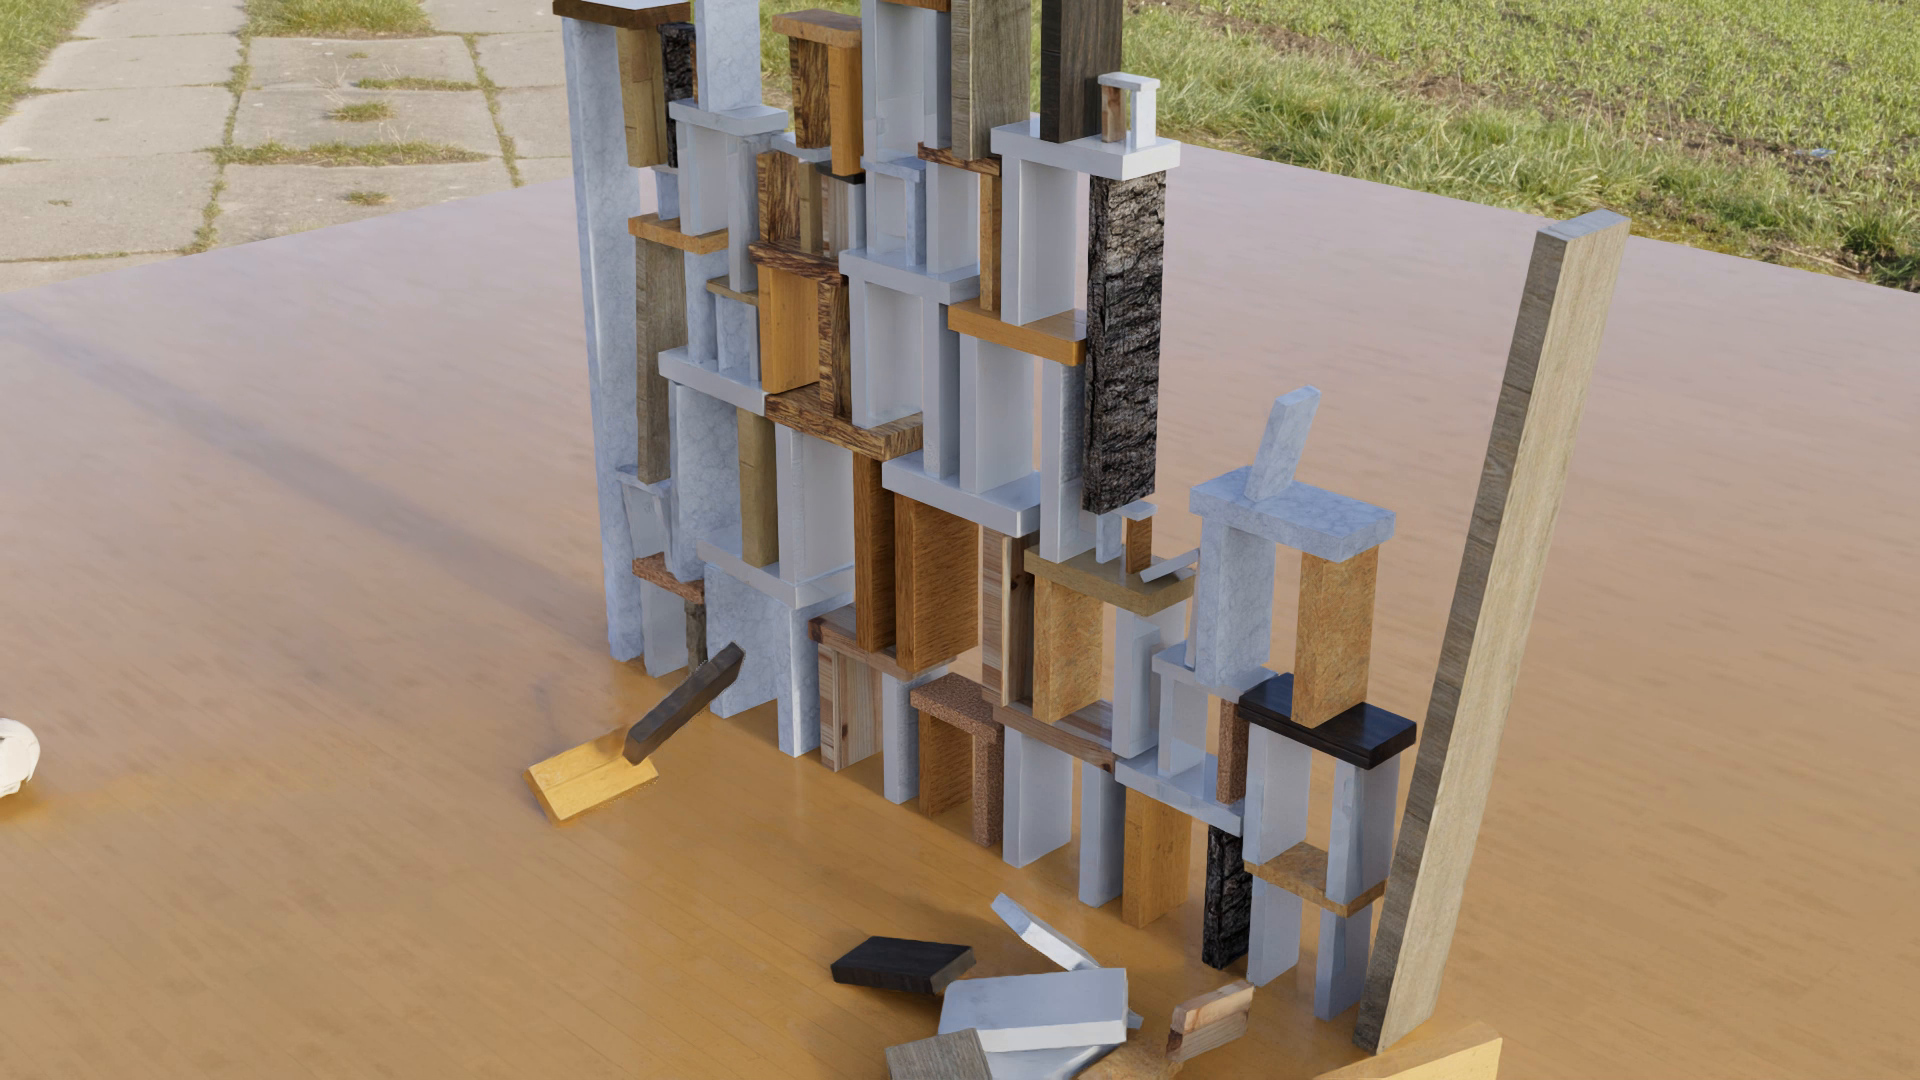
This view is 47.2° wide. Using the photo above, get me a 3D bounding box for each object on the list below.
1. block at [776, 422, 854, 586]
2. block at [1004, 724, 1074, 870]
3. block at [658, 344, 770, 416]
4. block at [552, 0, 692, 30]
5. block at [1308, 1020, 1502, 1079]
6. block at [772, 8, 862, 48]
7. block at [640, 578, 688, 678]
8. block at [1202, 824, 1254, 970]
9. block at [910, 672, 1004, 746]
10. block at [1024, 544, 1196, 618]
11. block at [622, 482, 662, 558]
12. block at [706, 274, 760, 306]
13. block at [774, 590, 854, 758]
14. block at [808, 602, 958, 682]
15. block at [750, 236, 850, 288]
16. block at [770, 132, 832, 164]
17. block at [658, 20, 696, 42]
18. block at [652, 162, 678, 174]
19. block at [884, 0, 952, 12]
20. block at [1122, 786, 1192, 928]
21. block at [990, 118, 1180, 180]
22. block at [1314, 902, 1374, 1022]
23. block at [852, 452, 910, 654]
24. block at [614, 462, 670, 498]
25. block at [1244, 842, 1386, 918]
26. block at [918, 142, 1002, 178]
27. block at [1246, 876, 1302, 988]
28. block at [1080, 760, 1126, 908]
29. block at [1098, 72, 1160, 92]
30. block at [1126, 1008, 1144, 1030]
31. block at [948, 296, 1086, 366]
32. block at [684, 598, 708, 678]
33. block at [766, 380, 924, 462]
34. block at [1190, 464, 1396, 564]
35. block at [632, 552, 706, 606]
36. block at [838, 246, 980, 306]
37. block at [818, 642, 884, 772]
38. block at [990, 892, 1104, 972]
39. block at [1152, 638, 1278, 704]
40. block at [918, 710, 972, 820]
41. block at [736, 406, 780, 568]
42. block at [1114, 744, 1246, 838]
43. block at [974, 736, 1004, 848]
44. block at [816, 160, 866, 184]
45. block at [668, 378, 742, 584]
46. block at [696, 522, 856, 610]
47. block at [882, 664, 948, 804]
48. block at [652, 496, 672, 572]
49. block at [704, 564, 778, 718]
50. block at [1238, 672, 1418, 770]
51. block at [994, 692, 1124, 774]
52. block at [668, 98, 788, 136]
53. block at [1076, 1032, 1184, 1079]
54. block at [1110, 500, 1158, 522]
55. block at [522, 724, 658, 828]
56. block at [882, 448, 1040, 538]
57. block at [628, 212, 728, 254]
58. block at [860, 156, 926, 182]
[{"bbox_3d":[-0.292,-0.094,4.508,0.172,0.344,0.049,-20,31,-39],"label":"block"},{"bbox_3d":[0.152,0.473,4.262,0.042,0.300,0.150,22,31,40],"label":"block"},{"bbox_3d":[-0.454,-0.345,4.584,0.174,0.049,0.347,-21,31,-40],"label":"block"},{"bbox_3d":[-0.697,-1.093,4.518,0.282,0.040,0.141,21,30,41],"label":"block"},{"bbox_3d":[0.689,0.883,3.455,0.346,0.173,0.049,-11,29,-25],"label":"block"},{"bbox_3d":[-0.238,-0.949,4.074,0.109,0.031,0.219,-20,30,-39],"label":"block"},{"bbox_3d":[-0.665,0.183,5.020,0.121,0.242,0.034,-21,31,-41],"label":"block"},{"bbox_3d":[0.501,0.615,3.945,0.041,0.286,0.143,21,31,41],"label":"block"},{"bbox_3d":[0.028,0.330,4.333,0.237,0.034,0.118,21,31,41],"label":"block"},{"bbox_3d":[0.271,0.056,3.956,0.291,0.041,0.145,21,31,40],"label":"block"},{"bbox_3d":[-0.705,-0.054,4.960,0.087,0.175,0.025,-21,19,-40],"label":"block"},{"bbox_3d":[-0.432,-0.510,4.473,0.159,0.023,0.080,21,31,39],"label":"block"},{"bbox_3d":[-0.307,0.268,4.676,0.177,0.354,0.050,-21,31,-41],"label":"block"},{"bbox_3d":[-0.159,0.204,4.488,0.289,0.041,0.144,21,31,40],"label":"block"},{"bbox_3d":[-0.275,-0.549,4.291,0.261,0.037,0.131,20,30,40],"label":"block"},{"bbox_3d":[-0.286,-0.765,4.275,0.087,0.025,0.174,-15,27,-32],"label":"block"},{"bbox_3d":[-0.541,-1.014,4.384,0.122,0.017,0.061,22,32,38],"label":"block"},{"bbox_3d":[-0.585,-0.770,4.540,0.103,0.015,0.052,17,28,42],"label":"block"},{"bbox_3d":[-0.065,-0.972,3.883,0.121,0.034,0.242,-21,31,-40],"label":"block"},{"bbox_3d":[0.366,0.562,4.069,0.041,0.286,0.143,21,31,41],"label":"block"},{"bbox_3d":[0.210,-0.664,3.715,0.295,0.042,0.148,21,31,40],"label":"block"},{"bbox_3d":[0.663,0.713,3.801,0.031,0.219,0.109,21,31,41],"label":"block"},{"bbox_3d":[-0.129,0.004,4.372,0.172,0.418,0.049,-21,31,-41],"label":"block"},{"bbox_3d":[-0.681,-0.138,4.899,0.175,0.025,0.087,20,30,41],"label":"block"},{"bbox_3d":[0.612,0.578,3.800,0.219,0.031,0.109,21,31,41],"label":"block"},{"bbox_3d":[0.032,-0.683,3.904,0.103,0.029,0.205,-21,31,-40],"label":"block"},{"bbox_3d":[0.560,0.672,3.896,0.109,0.219,0.031,-21,31,-41],"label":"block"},{"bbox_3d":[0.293,0.528,4.133,0.042,0.300,0.150,21,31,41],"label":"block"},{"bbox_3d":[0.277,-0.752,3.608,0.095,0.013,0.047,21,31,41],"label":"block"},{"bbox_3d":[0.237,0.801,3.796,0.076,0.021,0.151,18,3,-45],"label":"block"},{"bbox_3d":[0.139,-0.380,3.909,0.302,0.043,0.151,21,31,40],"label":"block"},{"bbox_3d":[-0.551,0.227,4.915,0.034,0.242,0.121,21,31,41],"label":"block"},{"bbox_3d":[-0.209,-0.243,4.357,0.172,0.049,0.344,-21,31,-40],"label":"block"},{"bbox_3d":[0.544,-0.046,3.614,0.304,0.043,0.152,21,31,40],"label":"block"},{"bbox_3d":[-0.609,0.078,4.914,0.242,0.034,0.121,21,31,40],"label":"block"},{"bbox_3d":[-0.071,-0.503,4.095,0.296,0.042,0.148,21,31,41],"label":"block"},{"bbox_3d":[-0.226,0.329,4.616,0.041,0.289,0.144,21,31,41],"label":"block"},{"bbox_3d":[0.165,0.707,3.845,0.237,0.034,0.118,39,-2,-33],"label":"block"},{"bbox_3d":[0.444,0.230,3.835,0.200,0.028,0.100,21,30,40],"label":"block"},{"bbox_3d":[-0.028,0.433,4.437,0.034,0.237,0.118,21,31,41],"label":"block"},{"bbox_3d":[-0.375,-0.131,4.590,0.174,0.347,0.049,-20,30,-39],"label":"block"},{"bbox_3d":[0.433,0.438,3.943,0.286,0.041,0.143,21,31,41],"label":"block"},{"bbox_3d":[0.083,0.477,4.335,0.034,0.237,0.118,21,31,41],"label":"block"},{"bbox_3d":[-0.212,-0.696,4.152,0.063,0.018,0.126,-17,28,-34],"label":"block"},{"bbox_3d":[-0.537,-0.140,4.772,0.174,0.475,0.049,-11,31,-24],"label":"block"},{"bbox_3d":[-0.386,0.045,4.684,0.177,0.050,0.354,-19,29,-37],"label":"block"},{"bbox_3d":[-0.090,0.382,4.491,0.041,0.289,0.144,21,31,41],"label":"block"},{"bbox_3d":[-0.625,-0.025,4.886,0.087,0.175,0.025,-22,18,-41],"label":"block"},{"bbox_3d":[-0.470,0.200,4.837,0.177,0.354,0.050,-20,30,-39],"label":"block"},{"bbox_3d":[0.613,0.301,3.680,0.267,0.038,0.134,21,31,41],"label":"block"},{"bbox_3d":[0.222,0.343,4.131,0.300,0.042,0.150,21,31,40],"label":"block"},{"bbox_3d":[-0.460,-0.846,4.371,0.116,0.033,0.232,-21,31,-40],"label":"block"},{"bbox_3d":[0.276,0.887,3.637,0.094,0.027,0.187,19,30,38],"label":"block"},{"bbox_3d":[0.292,-0.061,3.891,0.104,0.015,0.052,21,31,40],"label":"block"},{"bbox_3d":[-0.752,0.481,4.487,0.252,0.036,0.126,-23,73,-42],"label":"block"},{"bbox_3d":[0.040,-0.100,4.143,0.178,0.050,0.356,-21,31,-41],"label":"block"},{"bbox_3d":[-0.569,-0.642,4.570,0.237,0.034,0.118,21,30,40],"label":"block"},{"bbox_3d":[-0.101,-0.688,4.045,0.079,0.022,0.158,-21,31,-40],"label":"block"}]
